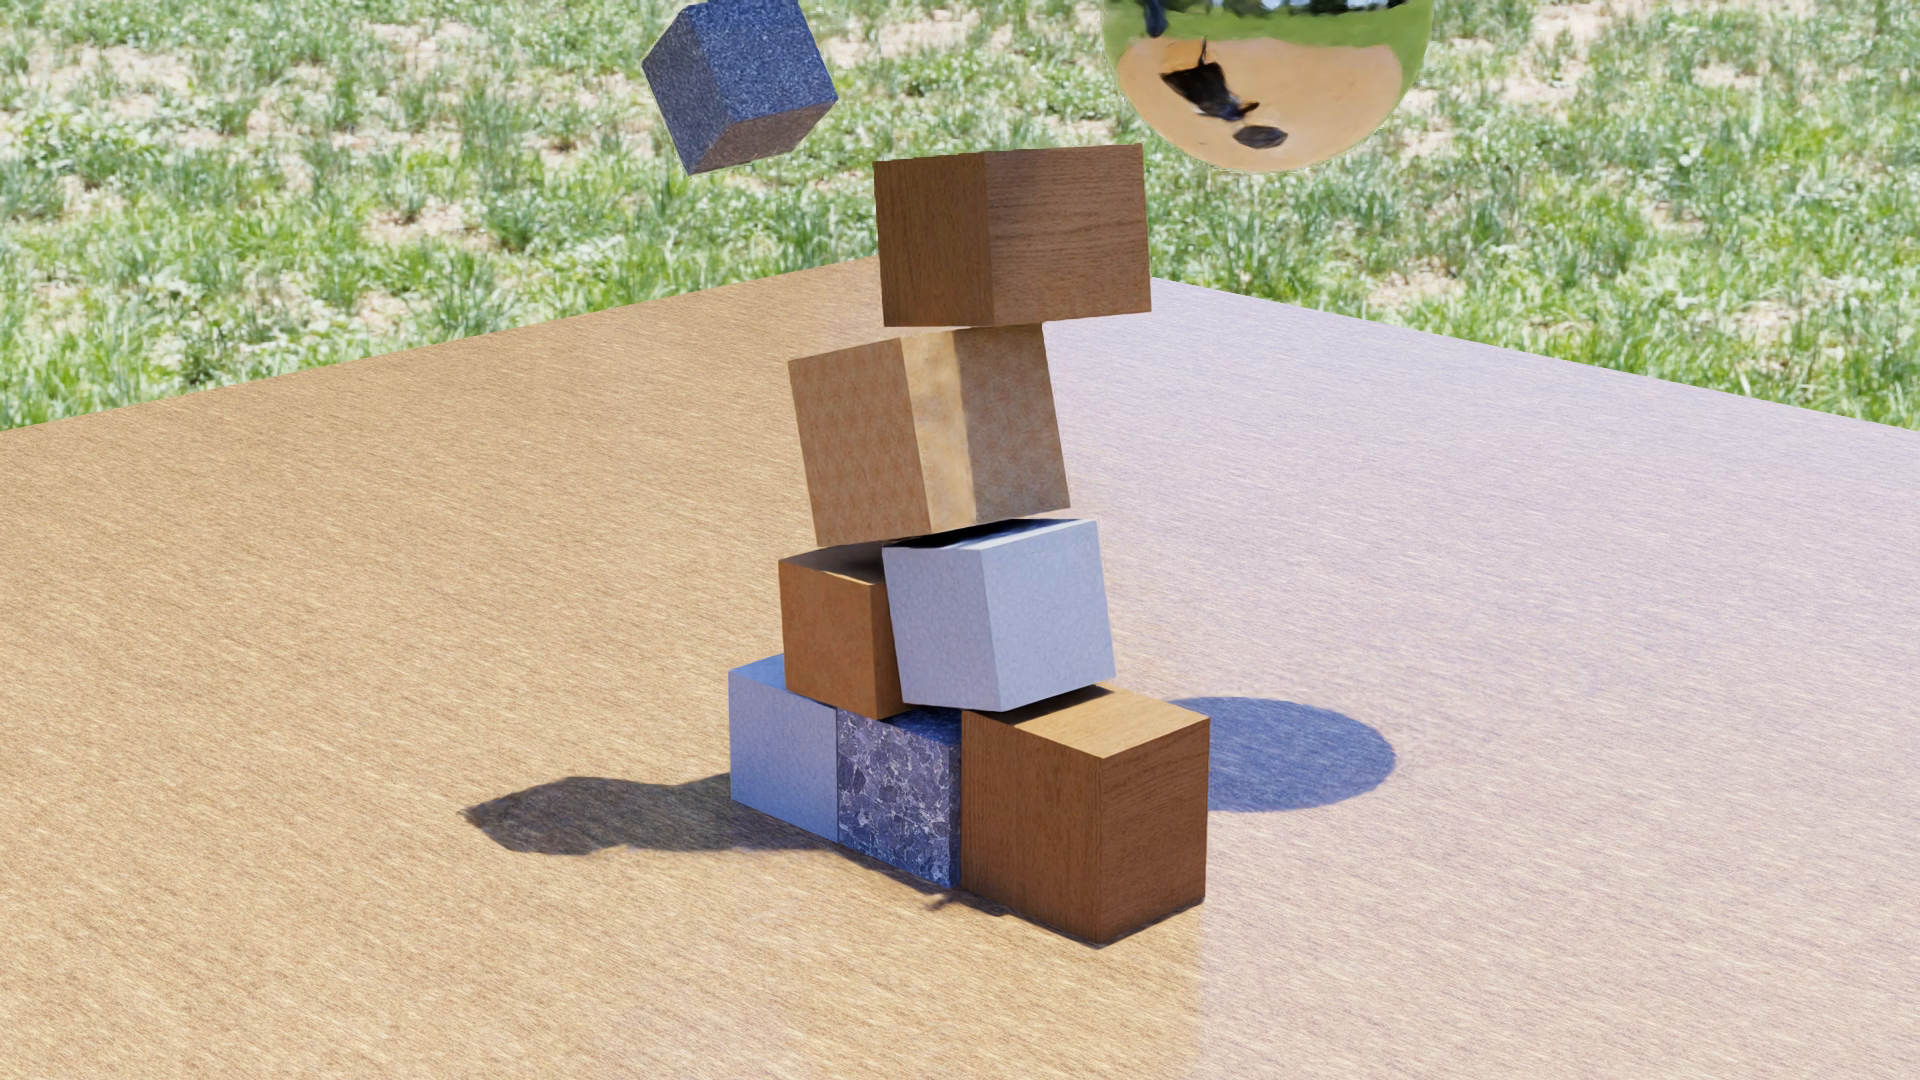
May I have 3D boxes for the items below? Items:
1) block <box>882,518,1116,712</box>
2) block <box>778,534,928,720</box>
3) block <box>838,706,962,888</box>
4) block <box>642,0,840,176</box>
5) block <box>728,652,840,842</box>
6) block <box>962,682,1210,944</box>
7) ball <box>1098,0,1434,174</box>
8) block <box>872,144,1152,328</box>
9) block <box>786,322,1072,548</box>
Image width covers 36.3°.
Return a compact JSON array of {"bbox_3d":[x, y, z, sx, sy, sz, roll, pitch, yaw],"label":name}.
[{"bbox_3d":[0.177,0.324,13.227,0.700,0.722,0.681,-14,10,-39],"label":"block"},{"bbox_3d":[-0.321,0.380,13.770,0.773,0.637,0.687,-15,19,-38],"label":"block"},{"bbox_3d":[-0.041,1.095,13.708,0.758,0.691,0.729,-17,24,-42],"label":"block"},{"bbox_3d":[-1.016,-2.111,13.488,0.565,0.584,0.571,-18,-9,-31],"label":"block"},{"bbox_3d":[-0.564,0.942,14.233,0.803,0.667,0.764,-17,24,-42],"label":"block"},{"bbox_3d":[0.557,1.180,13.142,0.852,0.866,0.705,17,24,42],"label":"block"},{"bbox_3d":[1.467,-2.566,14.073,1.600,1.600,1.600,0,17,0],"label":"ball"},{"bbox_3d":[0.234,-1.377,13.301,0.873,0.756,0.879,-8,8,-34],"label":"block"},{"bbox_3d":[-0.145,-0.486,13.433,0.819,0.873,0.862,-11,3,-39],"label":"block"}]
